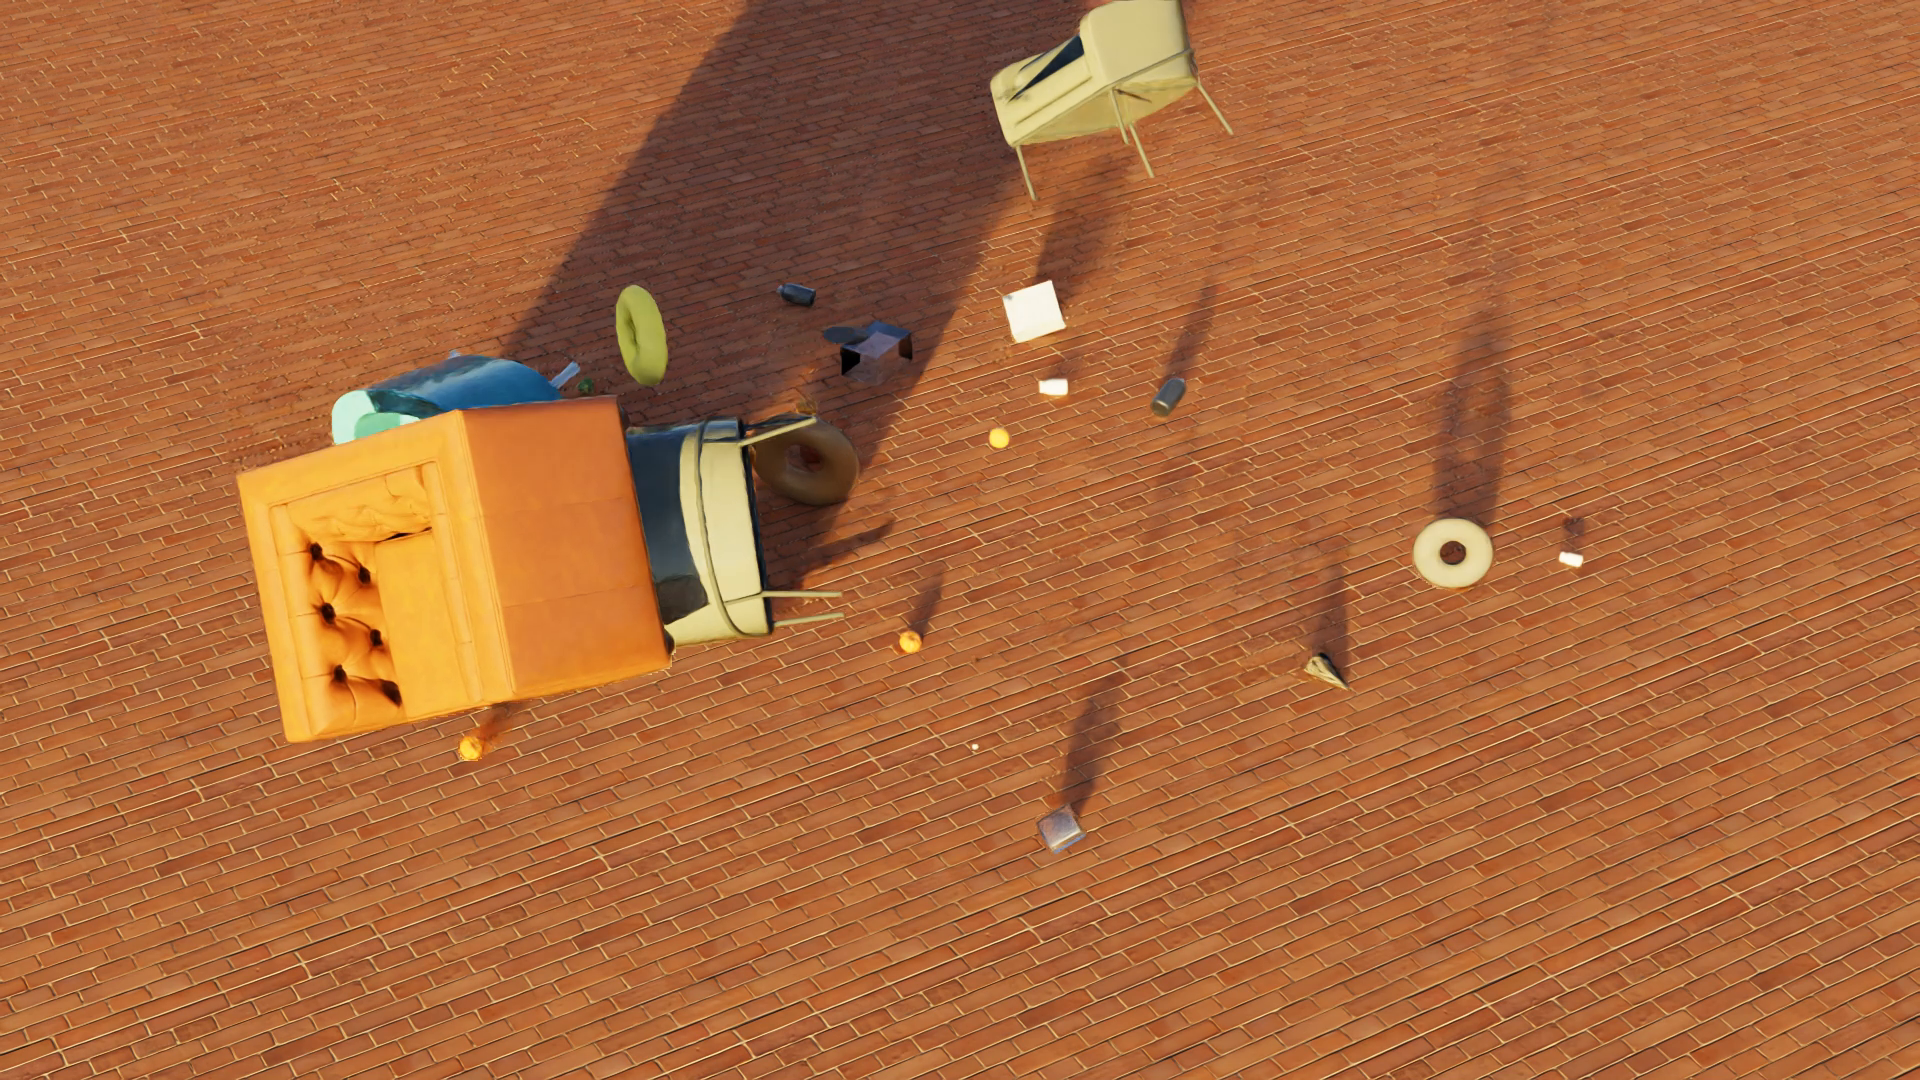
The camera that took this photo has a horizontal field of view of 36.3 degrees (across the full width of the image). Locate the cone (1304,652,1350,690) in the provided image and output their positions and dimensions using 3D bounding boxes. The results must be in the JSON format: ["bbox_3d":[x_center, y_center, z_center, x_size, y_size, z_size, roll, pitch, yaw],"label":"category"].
[{"bbox_3d":[1.295,0.475,10.174,0.163,0.088,0.167,41,18,20],"label":"cone"}]

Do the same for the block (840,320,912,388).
[{"bbox_3d":[-0.340,-0.762,11.977,0.174,0.136,0.262,19,38,26],"label":"block"}]

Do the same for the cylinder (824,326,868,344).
[{"bbox_3d":[-0.459,-0.826,11.821,0.164,0.070,0.086,0,1,32],"label":"cylinder"}]

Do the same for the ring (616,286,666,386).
[{"bbox_3d":[-1.117,-0.717,10.279,0.105,0.235,0.405,-2,58,-28],"label":"ring"}]

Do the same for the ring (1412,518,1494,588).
[{"bbox_3d":[1.783,0.045,10.602,0.295,0.275,0.062,20,21,-8],"label":"ring"}]

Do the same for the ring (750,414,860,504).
[{"bbox_3d":[-0.589,-0.306,11.074,0.441,0.373,0.105,15,32,10],"label":"ring"}]

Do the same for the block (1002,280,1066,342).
[{"bbox_3d":[0.307,-0.945,12.151,0.213,0.112,0.173,-17,70,7],"label":"block"}]

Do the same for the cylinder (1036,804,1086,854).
[{"bbox_3d":[0.324,0.927,9.407,0.118,0.121,0.046,-32,-12,13],"label":"cylinder"}]
